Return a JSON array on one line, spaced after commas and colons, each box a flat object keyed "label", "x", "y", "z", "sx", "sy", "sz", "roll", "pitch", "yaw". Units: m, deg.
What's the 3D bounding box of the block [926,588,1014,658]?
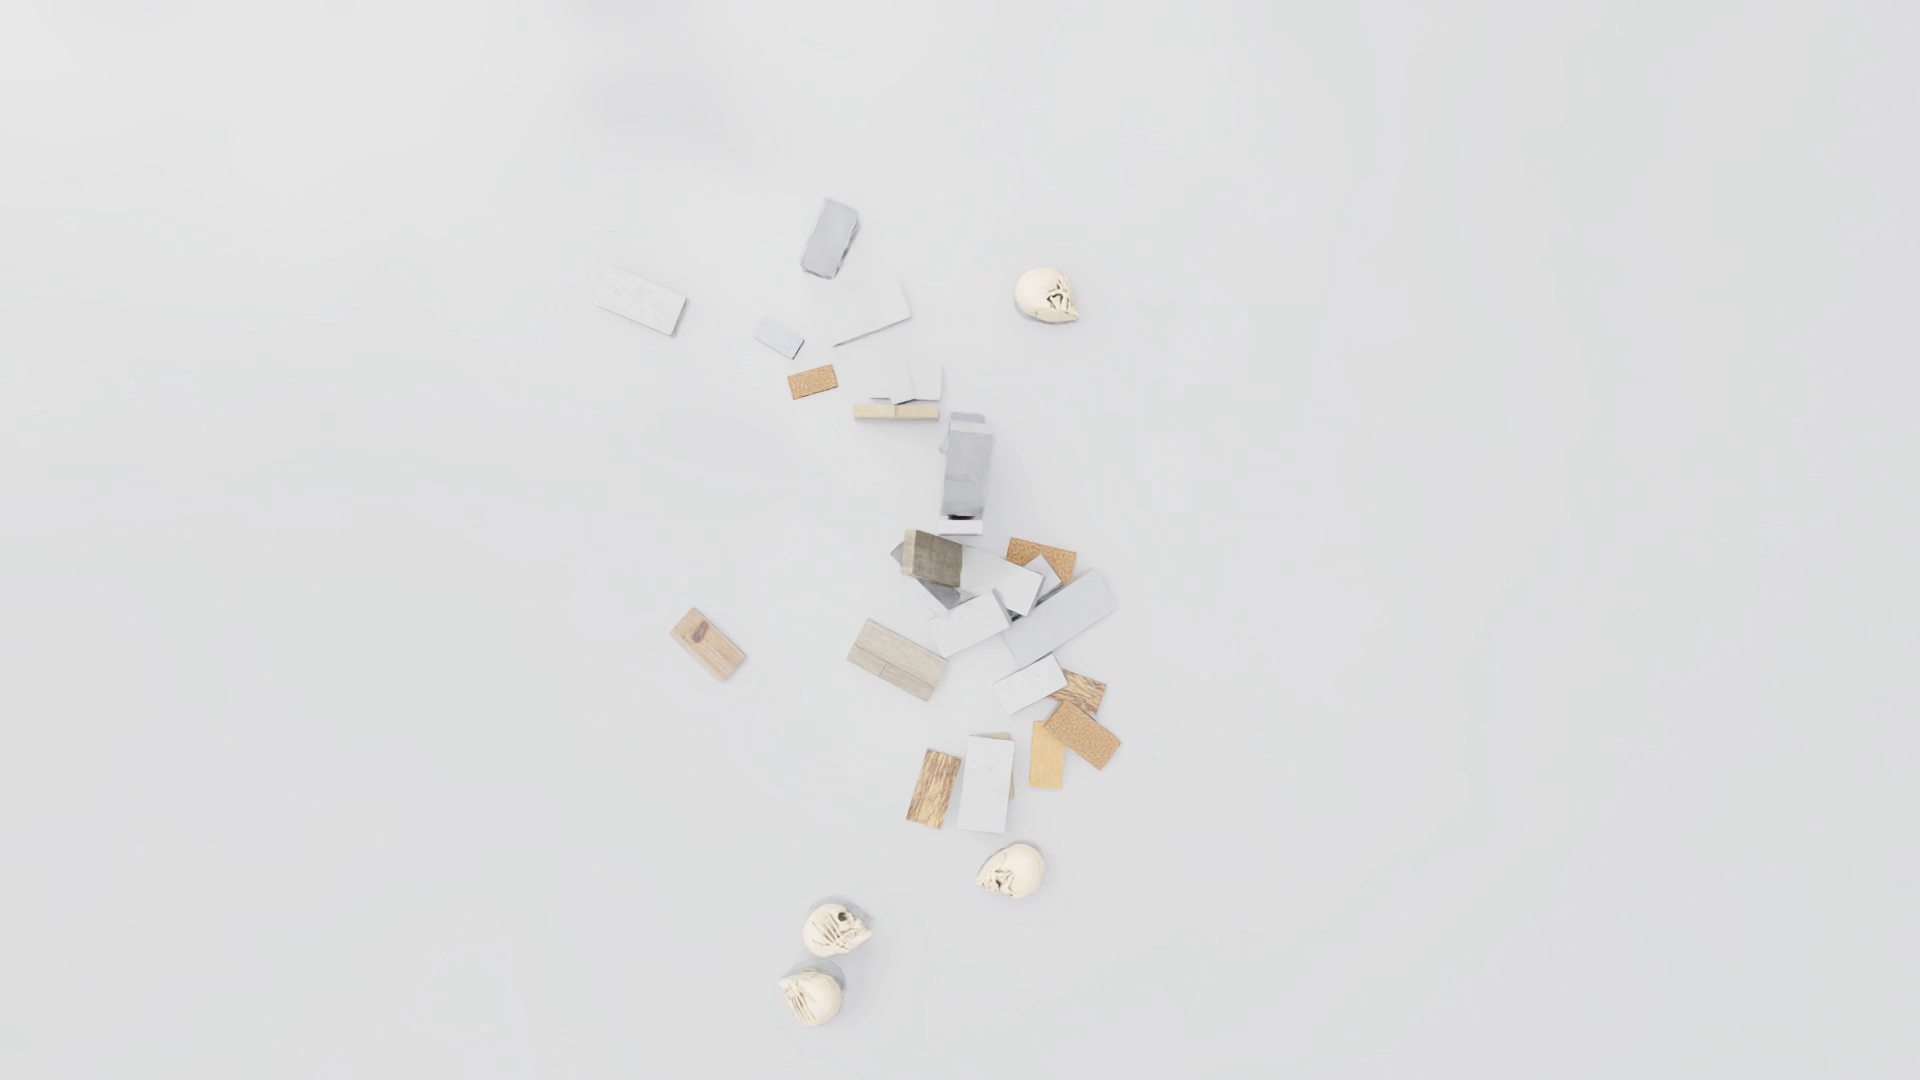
[{"label": "block", "x": 0.030, "y": 0.275, "z": 5.427, "sx": 0.268, "sy": 0.038, "sz": 0.134, "roll": -27, "pitch": 90, "yaw": 24}]

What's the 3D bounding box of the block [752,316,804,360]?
[{"label": "block", "x": -0.605, "y": -0.672, "z": 5.489, "sx": 0.155, "sy": 0.022, "sz": 0.077, "roll": 31, "pitch": 90, "yaw": 0}]

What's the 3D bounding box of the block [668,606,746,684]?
[{"label": "block", "x": -0.839, "y": 0.348, "z": 5.483, "sx": 0.241, "sy": 0.034, "sz": 0.121, "roll": 43, "pitch": 90, "yaw": 0}]

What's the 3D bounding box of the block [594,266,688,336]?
[{"label": "block", "x": -1.060, "y": -0.794, "z": 5.480, "sx": 0.277, "sy": 0.039, "sz": 0.139, "roll": 23, "pitch": 90, "yaw": 0}]

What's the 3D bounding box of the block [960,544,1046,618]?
[{"label": "block", "x": 0.127, "y": 0.134, "z": 5.430, "sx": 0.285, "sy": 0.040, "sz": 0.143, "roll": 23, "pitch": 91, "yaw": 21}]

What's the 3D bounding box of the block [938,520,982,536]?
[{"label": "block", "x": 0.000, "y": -0.039, "z": 5.357, "sx": 0.143, "sy": 0.285, "sz": 0.040, "roll": 0, "pitch": 89, "yaw": 0}]

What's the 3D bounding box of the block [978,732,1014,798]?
[{"label": "block", "x": 0.119, "y": 0.754, "z": 5.485, "sx": 0.108, "sy": 0.031, "sz": 0.216, "roll": -4, "pitch": 90, "yaw": 0}]

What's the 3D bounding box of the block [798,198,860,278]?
[{"label": "block", "x": -0.431, "y": -0.994, "z": 5.432, "sx": 0.117, "sy": 0.033, "sz": 0.233, "roll": 18, "pitch": 107, "yaw": -22}]

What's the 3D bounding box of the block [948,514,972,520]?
[{"label": "block", "x": 0.002, "y": -0.130, "z": 5.363, "sx": 0.075, "sy": 0.021, "sz": 0.150, "roll": 1, "pitch": 55, "yaw": -2}]

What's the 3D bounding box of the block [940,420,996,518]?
[{"label": "block", "x": 0.022, "y": -0.217, "z": 5.150, "sx": 0.134, "sy": 0.422, "sz": 0.038, "roll": 6, "pitch": 54, "yaw": -1}]

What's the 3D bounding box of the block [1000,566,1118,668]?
[{"label": "block", "x": 0.323, "y": 0.257, "z": 5.461, "sx": 0.375, "sy": 0.043, "sz": 0.153, "roll": -33, "pitch": 103, "yaw": 0}]

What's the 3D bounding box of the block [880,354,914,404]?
[{"label": "block", "x": -0.208, "y": -0.532, "z": 5.456, "sx": 0.077, "sy": 0.022, "sz": 0.155, "roll": -16, "pitch": 90, "yaw": 0}]

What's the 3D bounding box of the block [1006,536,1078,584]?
[{"label": "block", "x": 0.266, "y": 0.071, "z": 5.484, "sx": 0.225, "sy": 0.032, "sz": 0.113, "roll": 13, "pitch": 90, "yaw": 0}]

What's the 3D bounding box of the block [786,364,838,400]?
[{"label": "block", "x": -0.491, "y": -0.527, "z": 5.489, "sx": 0.155, "sy": 0.022, "sz": 0.077, "roll": -16, "pitch": 90, "yaw": 0}]

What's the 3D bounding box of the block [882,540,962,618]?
[{"label": "block", "x": -0.123, "y": 0.126, "z": 5.432, "sx": 0.268, "sy": 0.134, "sz": 0.038, "roll": 44, "pitch": 118, "yaw": 0}]

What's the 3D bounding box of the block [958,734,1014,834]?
[{"label": "block", "x": 0.087, "y": 0.806, "z": 5.448, "sx": 0.153, "sy": 0.043, "sz": 0.306, "roll": 7, "pitch": 90, "yaw": 0}]

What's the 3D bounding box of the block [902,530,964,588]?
[{"label": "block", "x": -0.087, "y": 0.061, "z": 5.345, "sx": 0.040, "sy": 0.285, "sz": 0.143, "roll": -1, "pitch": 80, "yaw": 33}]

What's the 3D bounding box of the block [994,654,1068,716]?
[{"label": "block", "x": 0.236, "y": 0.479, "z": 5.458, "sx": 0.225, "sy": 0.032, "sz": 0.112, "roll": -28, "pitch": 80, "yaw": 9}]

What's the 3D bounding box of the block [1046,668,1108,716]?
[{"label": "block", "x": 0.368, "y": 0.494, "z": 5.485, "sx": 0.216, "sy": 0.031, "sz": 0.108, "roll": 20, "pitch": 90, "yaw": 0}]

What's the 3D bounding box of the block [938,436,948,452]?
[{"label": "block", "x": -0.017, "y": -0.337, "z": 5.448, "sx": 0.048, "sy": 0.014, "sz": 0.127, "roll": 15, "pitch": 51, "yaw": 32}]

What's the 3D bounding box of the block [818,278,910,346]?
[{"label": "block", "x": -0.317, "y": -0.756, "z": 5.480, "sx": 0.277, "sy": 0.039, "sz": 0.139, "roll": -21, "pitch": 90, "yaw": 0}]

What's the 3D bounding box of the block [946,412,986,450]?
[{"label": "block", "x": 0.021, "y": -0.347, "z": 5.299, "sx": 0.117, "sy": 0.410, "sz": 0.033, "roll": 5, "pitch": 107, "yaw": 0}]

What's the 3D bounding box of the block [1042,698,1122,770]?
[{"label": "block", "x": 0.405, "y": 0.644, "z": 5.459, "sx": 0.241, "sy": 0.034, "sz": 0.121, "roll": 38, "pitch": 87, "yaw": -10}]

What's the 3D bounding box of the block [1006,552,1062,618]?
[{"label": "block", "x": 0.213, "y": 0.155, "z": 5.457, "sx": 0.225, "sy": 0.032, "sz": 0.113, "roll": -37, "pitch": 95, "yaw": 11}]

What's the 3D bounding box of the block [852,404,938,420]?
[{"label": "block", "x": -0.210, "y": -0.419, "z": 5.431, "sx": 0.277, "sy": 0.139, "sz": 0.039, "roll": 1, "pitch": 90, "yaw": 0}]

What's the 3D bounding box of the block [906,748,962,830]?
[{"label": "block", "x": -0.087, "y": 0.826, "z": 5.483, "sx": 0.121, "sy": 0.034, "sz": 0.241, "roll": 17, "pitch": 90, "yaw": 0}]

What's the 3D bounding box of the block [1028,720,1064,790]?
[{"label": "block", "x": 0.291, "y": 0.714, "z": 5.485, "sx": 0.108, "sy": 0.031, "sz": 0.216, "roll": 5, "pitch": 90, "yaw": 0}]

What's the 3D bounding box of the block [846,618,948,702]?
[{"label": "block", "x": -0.208, "y": 0.399, "z": 5.478, "sx": 0.306, "sy": 0.043, "sz": 0.153, "roll": 28, "pitch": 90, "yaw": 0}]

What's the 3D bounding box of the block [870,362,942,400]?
[{"label": "block", "x": -0.181, "y": -0.527, "z": 5.483, "sx": 0.233, "sy": 0.033, "sz": 0.117, "roll": 2, "pitch": 90, "yaw": 0}]
